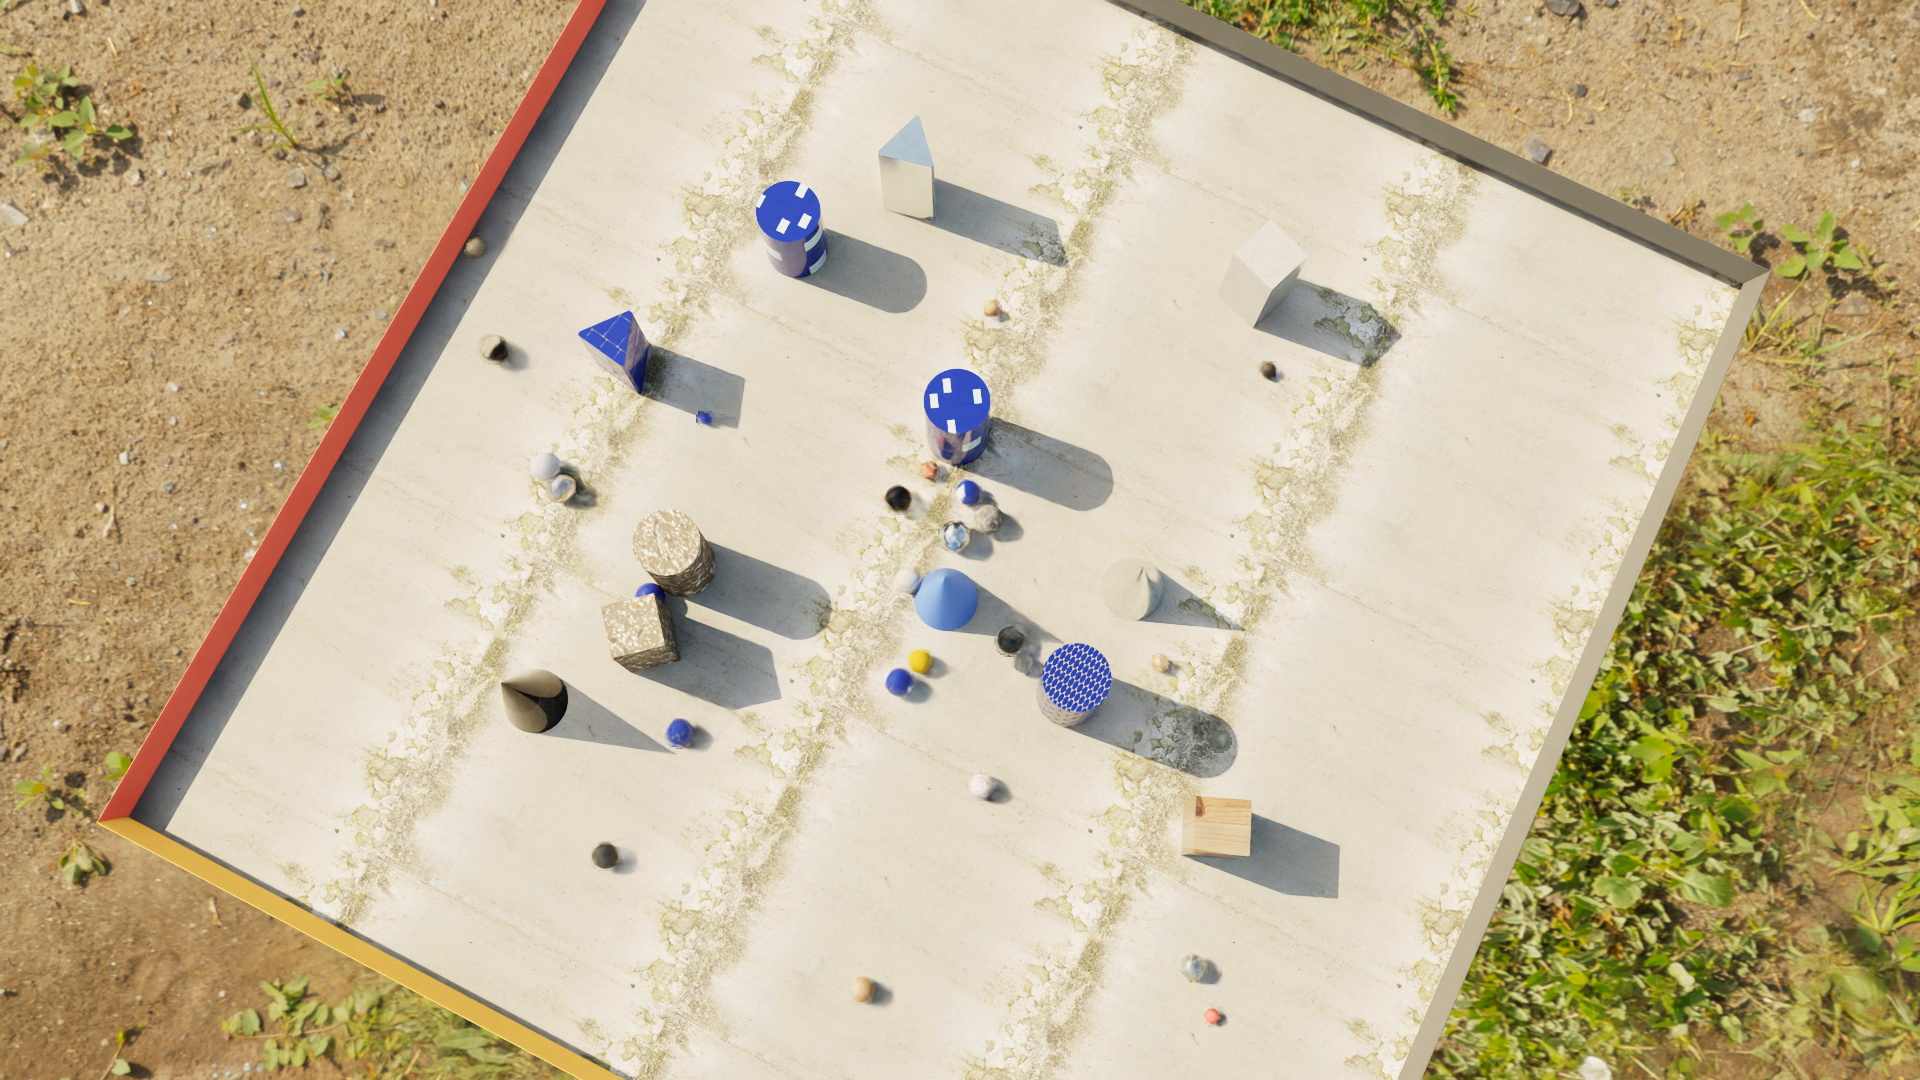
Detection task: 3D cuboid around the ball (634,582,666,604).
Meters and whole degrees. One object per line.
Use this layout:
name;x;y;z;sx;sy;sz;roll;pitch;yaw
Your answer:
ball;-0.936;0.174;5.534;0.091;0.091;0.091;0;78;0

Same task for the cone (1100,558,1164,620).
cone;0.526;0.114;5.414;0.195;0.350;0.195;0;78;0

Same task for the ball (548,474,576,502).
ball;-1.217;-0.160;5.606;0.085;0.085;0.085;0;78;0

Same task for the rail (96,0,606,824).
rail;-1.646;-0.799;5.716;0.045;0.126;3.751;26;80;5

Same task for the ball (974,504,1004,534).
ball;0.087;-0.064;5.584;0.090;0.090;0.090;0;78;0

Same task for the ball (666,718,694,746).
ball;-0.834;0.572;5.457;0.081;0.081;0.081;0;78;0

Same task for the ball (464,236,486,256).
ball;-1.527;-0.926;5.774;0.068;0.068;0.068;0;78;0

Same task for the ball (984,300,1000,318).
ball;0.098;-0.724;5.740;0.052;0.052;0.052;0;78;0

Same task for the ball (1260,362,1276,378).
ball;0.959;-0.529;5.701;0.049;0.049;0.049;0;78;0

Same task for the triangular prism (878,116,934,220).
triangular prism;-0.143;-1.150;5.638;0.169;0.424;0.146;14;79;3

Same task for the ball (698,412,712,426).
ball;-0.788;-0.376;5.673;0.042;0.042;0.042;0;78;0

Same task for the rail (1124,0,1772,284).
rail;0.828;-1.615;5.885;3.728;0.126;0.045;26;80;5

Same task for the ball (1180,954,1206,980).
ball;0.676;1.239;5.321;0.076;0.076;0.076;0;78;0

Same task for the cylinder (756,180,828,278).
cylinder;-0.515;-0.955;5.653;0.195;0.315;0.195;0;78;0

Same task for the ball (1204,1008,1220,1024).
ball;0.729;1.379;5.309;0.043;0.043;0.043;0;78;0

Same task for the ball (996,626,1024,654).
ball;0.151;0.302;5.512;0.082;0.082;0.082;0;78;0

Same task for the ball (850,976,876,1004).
ball;-0.281;1.303;5.309;0.074;0.074;0.074;0;78;0

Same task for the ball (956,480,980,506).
ball;0.025;-0.143;5.607;0.077;0.077;0.077;0;78;0

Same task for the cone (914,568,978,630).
cone;-0.043;0.144;5.400;0.195;0.365;0.195;0;78;0

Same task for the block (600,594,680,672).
block;-0.938;0.277;5.402;0.156;0.308;0.156;-14;79;-3

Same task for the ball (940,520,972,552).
ball;-0.012;-0.013;5.570;0.097;0.097;0.097;0;78;0

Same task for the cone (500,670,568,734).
cone;-1.277;0.441;5.304;0.195;0.433;0.195;0;78;0

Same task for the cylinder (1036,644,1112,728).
cylinder;0.327;0.425;5.320;0.195;0.409;0.195;0;78;0

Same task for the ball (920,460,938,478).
ball;-0.095;-0.216;5.633;0.056;0.056;0.056;0;78;0

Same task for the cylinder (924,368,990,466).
cylinder;-0.009;-0.364;5.495;0.195;0.386;0.195;0;78;0

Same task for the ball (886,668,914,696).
ball;-0.182;0.426;5.485;0.086;0.086;0.086;0;78;0

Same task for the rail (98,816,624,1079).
rail;-0.828;1.629;5.214;3.728;0.126;0.045;26;80;5

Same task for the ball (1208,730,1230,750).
ball;0.772;0.596;5.462;0.061;0.061;0.061;0;78;0

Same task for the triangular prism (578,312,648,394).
triangular prism;-1.021;-0.591;5.583;0.169;0.305;0.146;35;80;7

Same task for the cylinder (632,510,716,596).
cylinder;-0.842;0.042;5.426;0.195;0.355;0.195;0;78;0

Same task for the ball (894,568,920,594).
ball;-0.159;0.122;5.540;0.078;0.078;0.078;0;78;0

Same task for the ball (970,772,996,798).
ball;0.066;0.727;5.427;0.077;0.077;0.077;0;78;0

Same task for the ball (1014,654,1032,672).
ball;0.190;0.370;5.510;0.059;0.059;0.059;0;78;0

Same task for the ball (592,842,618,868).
ball;-1.042;0.928;5.385;0.077;0.077;0.077;0;78;0

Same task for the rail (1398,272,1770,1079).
rail;1.646;0.813;5.383;0.045;0.126;3.751;26;80;5

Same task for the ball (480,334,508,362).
ball;-1.447;-0.596;5.695;0.088;0.088;0.088;0;78;0

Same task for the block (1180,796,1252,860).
block;0.737;0.833;5.288;0.156;0.306;0.156;4;78;1

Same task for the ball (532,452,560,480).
ball;-1.270;-0.227;5.619;0.088;0.088;0.088;0;78;0

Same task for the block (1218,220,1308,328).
block;0.923;-0.809;5.601;0.156;0.358;0.156;-43;81;-8

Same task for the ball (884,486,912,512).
ball;-0.189;-0.126;5.600;0.083;0.083;0.083;0;78;0

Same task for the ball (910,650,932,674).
ball;-0.118;0.365;5.505;0.071;0.071;0.071;0;78;0

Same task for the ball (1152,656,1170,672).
ball;0.603;0.372;5.514;0.051;0.051;0.051;0;78;0
